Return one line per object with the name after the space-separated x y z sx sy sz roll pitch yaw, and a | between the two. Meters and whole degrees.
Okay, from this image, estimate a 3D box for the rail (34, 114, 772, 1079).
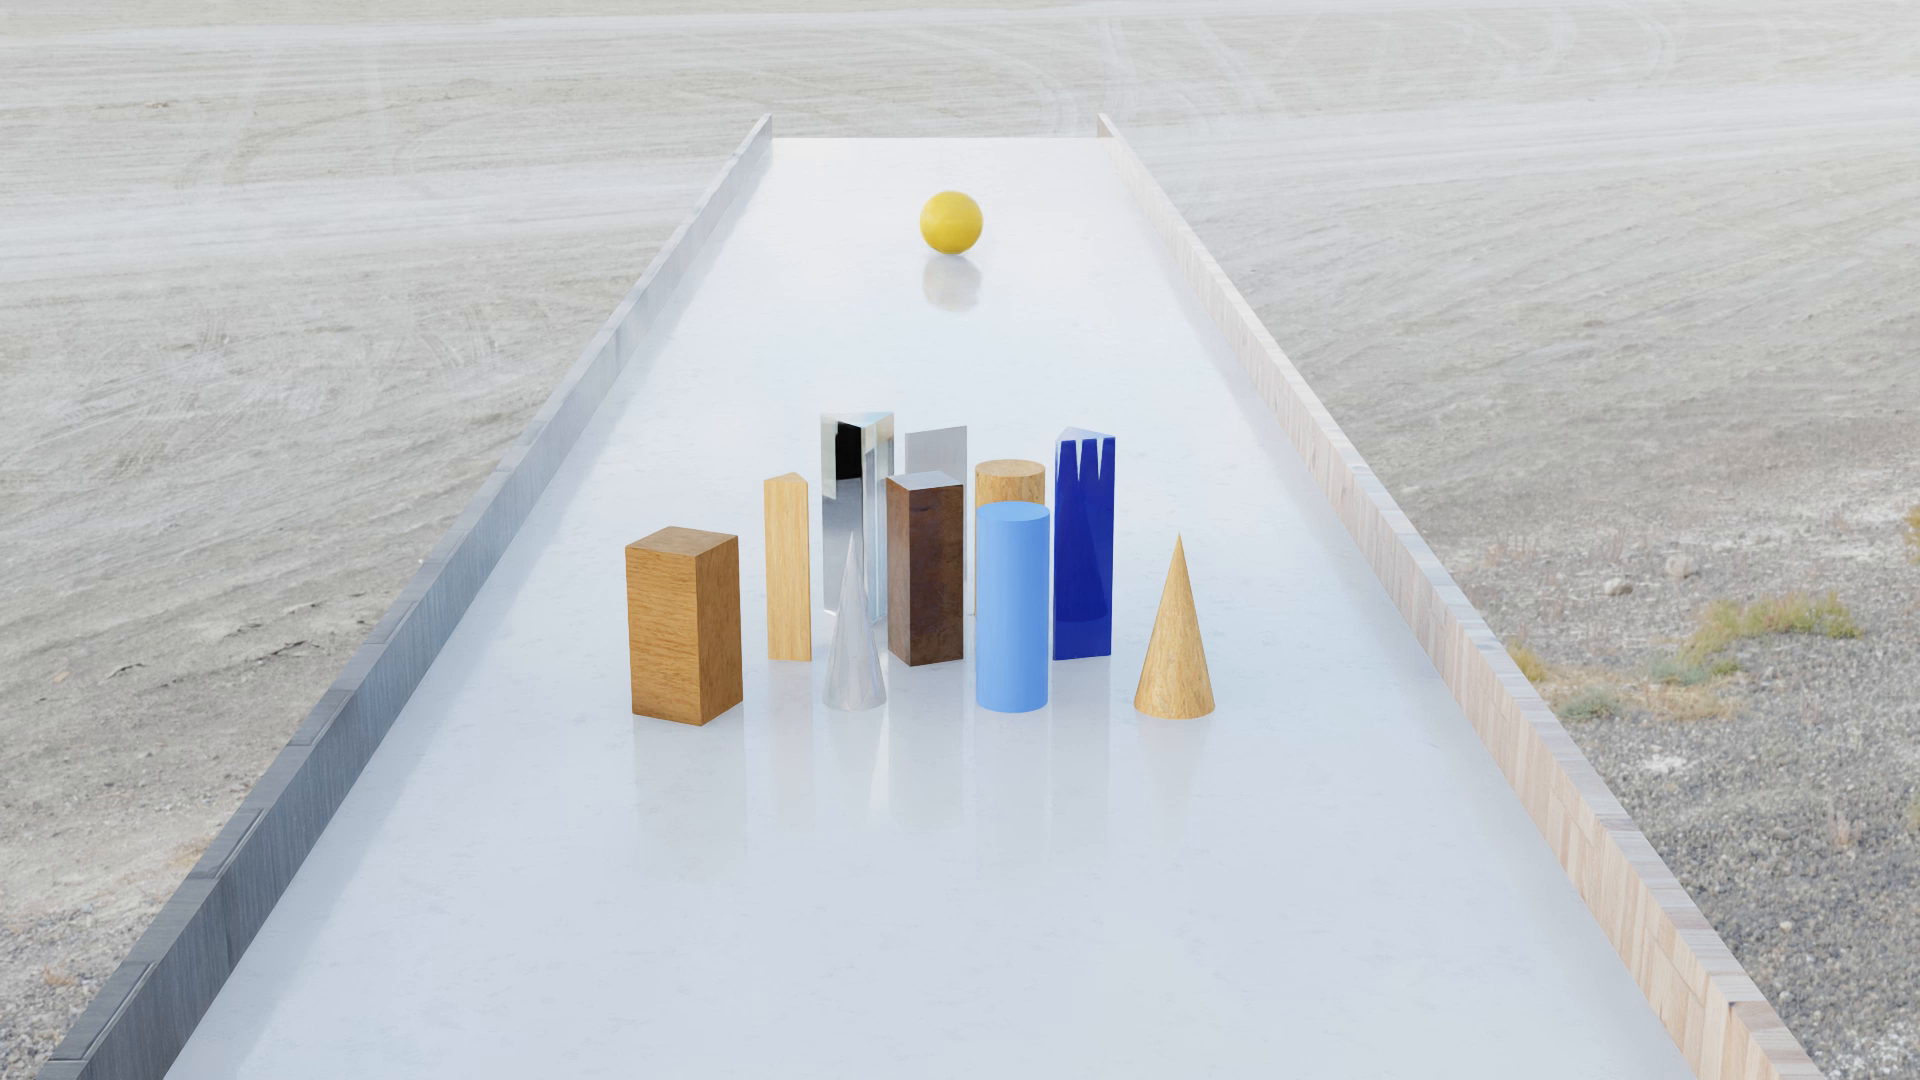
-1.118 -0.838 7.780 0.050 0.150 12.000 0 17 -1 | rail

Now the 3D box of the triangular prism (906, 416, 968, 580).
-0.083 -0.088 4.897 0.154 0.357 0.133 -9 19 -29 | triangular prism

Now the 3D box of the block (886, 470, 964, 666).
-0.070 0.056 4.398 0.116 0.364 0.116 -7 18 -23 | block

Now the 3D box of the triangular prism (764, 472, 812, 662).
-0.336 0.053 4.399 0.088 0.371 0.076 3 17 9 | triangular prism

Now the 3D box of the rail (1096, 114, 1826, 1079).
0.932 -0.844 7.801 0.050 0.150 12.000 0 17 -1 | rail

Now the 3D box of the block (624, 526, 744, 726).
-0.514 0.159 4.116 0.151 0.329 0.151 8 18 24 | block

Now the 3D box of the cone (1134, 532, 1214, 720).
0.407 0.147 4.126 0.155 0.345 0.155 0 17 0 | cone

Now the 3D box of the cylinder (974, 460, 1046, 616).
0.105 0.005 4.640 0.148 0.325 0.148 0 17 0 | cylinder

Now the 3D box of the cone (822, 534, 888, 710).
-0.202 0.142 4.157 0.125 0.337 0.125 0 17 0 | cone

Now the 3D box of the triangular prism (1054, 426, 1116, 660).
0.232 0.005 4.415 0.123 0.454 0.107 -5 17 -16 | triangular prism

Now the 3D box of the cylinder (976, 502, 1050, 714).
0.099 0.126 4.145 0.137 0.375 0.137 0 17 0 | cylinder

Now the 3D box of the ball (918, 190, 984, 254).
-0.037 -1.335 9.240 0.272 0.272 0.272 0 17 0 | ball

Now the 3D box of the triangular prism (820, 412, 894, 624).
-0.192 -0.051 4.639 0.131 0.432 0.152 -13 21 -36 | triangular prism
